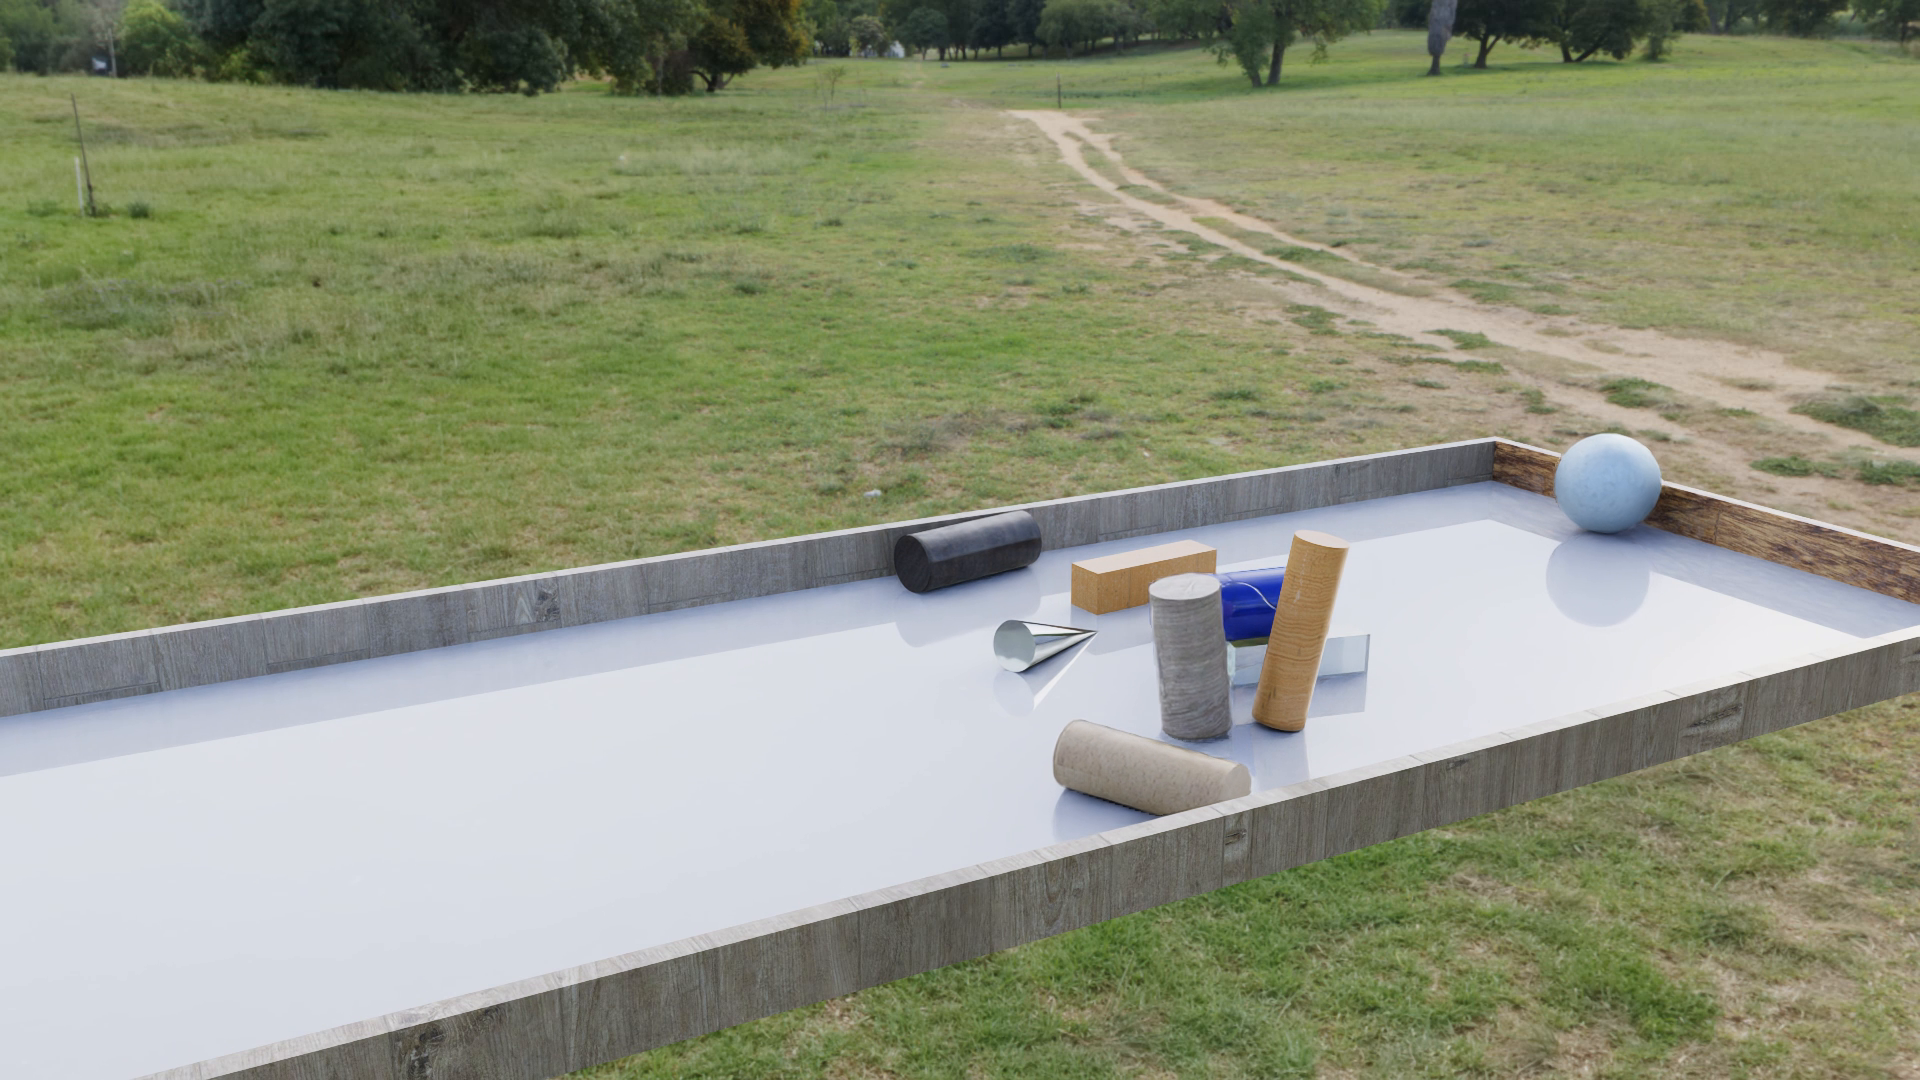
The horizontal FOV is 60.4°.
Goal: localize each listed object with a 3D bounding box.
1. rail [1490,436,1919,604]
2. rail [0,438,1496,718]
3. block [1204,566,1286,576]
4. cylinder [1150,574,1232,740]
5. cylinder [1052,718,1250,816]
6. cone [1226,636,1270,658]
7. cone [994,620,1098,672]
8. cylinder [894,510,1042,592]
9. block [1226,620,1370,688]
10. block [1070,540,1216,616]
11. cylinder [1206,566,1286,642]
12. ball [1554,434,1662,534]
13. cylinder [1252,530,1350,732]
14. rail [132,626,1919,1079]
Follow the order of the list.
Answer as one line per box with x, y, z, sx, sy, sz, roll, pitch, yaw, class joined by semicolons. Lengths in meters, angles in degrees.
2.466;-0.048;5.253;0.050;0.150;2.100;-9;18;-27;rail
-3.305;0.497;3.399;12.000;0.150;0.050;-9;18;-27;rail
0.786;0.173;4.515;0.441;0.142;0.142;-6;17;-19;block
0.531;0.269;3.791;0.162;0.347;0.162;-7;18;2;cylinder
0.395;0.489;3.430;0.389;0.147;0.147;12;20;35;cylinder
0.763;0.252;4.353;0.401;0.164;0.164;3;12;-35;cone
0.260;0.259;4.354;0.134;0.134;0.390;13;11;37;cone
0.027;0.031;4.945;0.433;0.172;0.172;-13;21;-37;cylinder
0.845;0.288;4.186;0.371;0.106;0.106;-5;17;-15;block
0.535;0.105;4.782;0.439;0.122;0.122;-10;19;-32;block
0.682;0.166;4.114;0.303;0.170;0.170;-5;17;-18;cylinder
2.124;-0.186;5.409;0.327;0.327;0.327;0;16;0;ball
0.786;0.210;3.816;0.127;0.449;0.127;10;16;-3;cylinder
-2.336;1.006;1.665;12.000;0.150;0.050;-9;18;-27;rail
